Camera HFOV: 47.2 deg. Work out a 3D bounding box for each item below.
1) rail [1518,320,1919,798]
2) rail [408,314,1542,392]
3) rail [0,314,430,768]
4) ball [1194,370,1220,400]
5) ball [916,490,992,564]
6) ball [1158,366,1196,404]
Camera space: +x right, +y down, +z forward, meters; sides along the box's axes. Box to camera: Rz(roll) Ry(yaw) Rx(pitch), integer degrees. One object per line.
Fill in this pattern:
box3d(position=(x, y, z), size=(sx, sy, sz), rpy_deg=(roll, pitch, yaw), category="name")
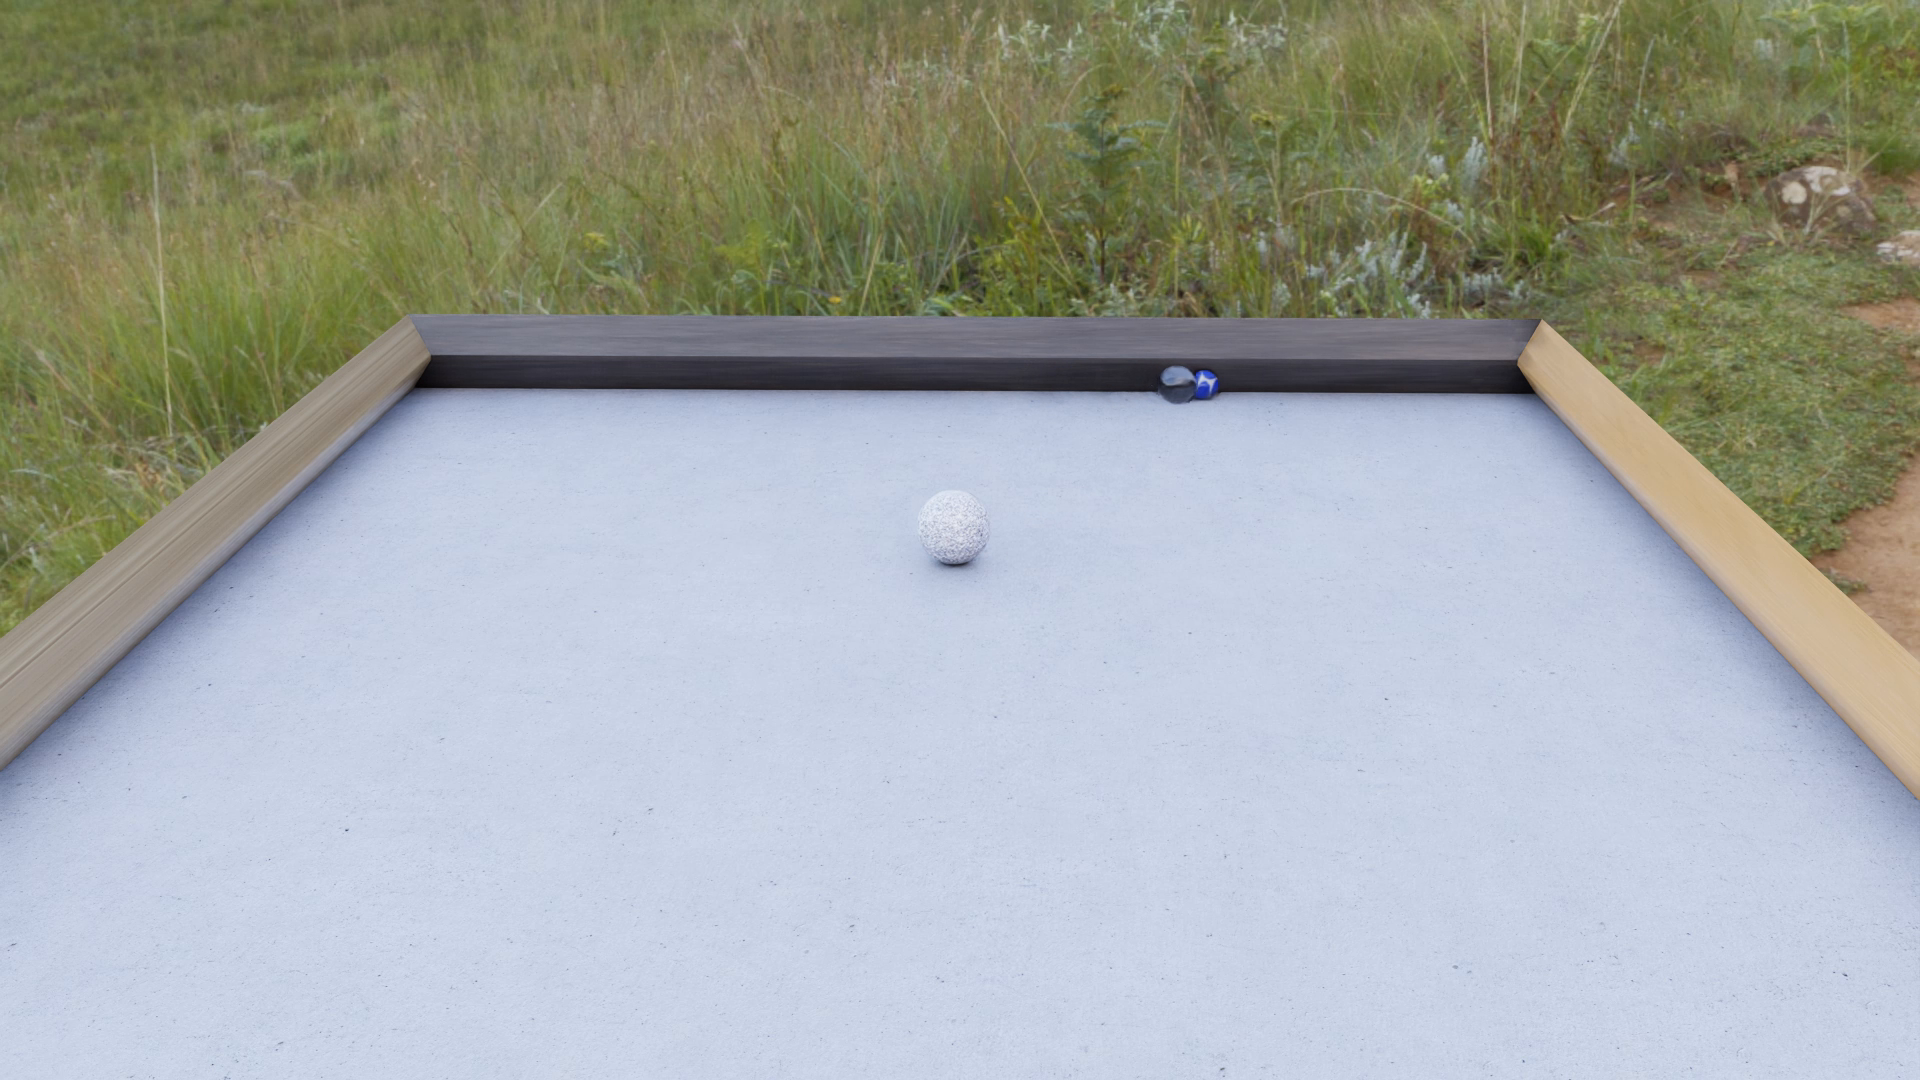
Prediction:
box3d(position=(0.856, 0.253, 1.785), size=(0.045, 0.119, 3.563), rpy_deg=(0, 18, 1), category="rail")
box3d(position=(0.019, -0.290, 3.476), size=(1.799, 0.119, 0.045), rpy_deg=(0, 18, 1), category="rail")
box3d(position=(-0.895, 0.241, 1.821), size=(0.045, 0.119, 3.563), rpy_deg=(0, 18, 1), category="rail")
box3d(position=(0.385, -0.244, 3.455), size=(0.046, 0.046, 0.046), rpy_deg=(0, 18, 0), category="ball")
box3d(position=(-0.007, -0.016, 2.671), size=(0.092, 0.092, 0.092), rpy_deg=(0, 18, 0), category="ball")
box3d(position=(0.338, -0.242, 3.427), size=(0.061, 0.061, 0.061), rpy_deg=(0, 18, 0), category="ball")
